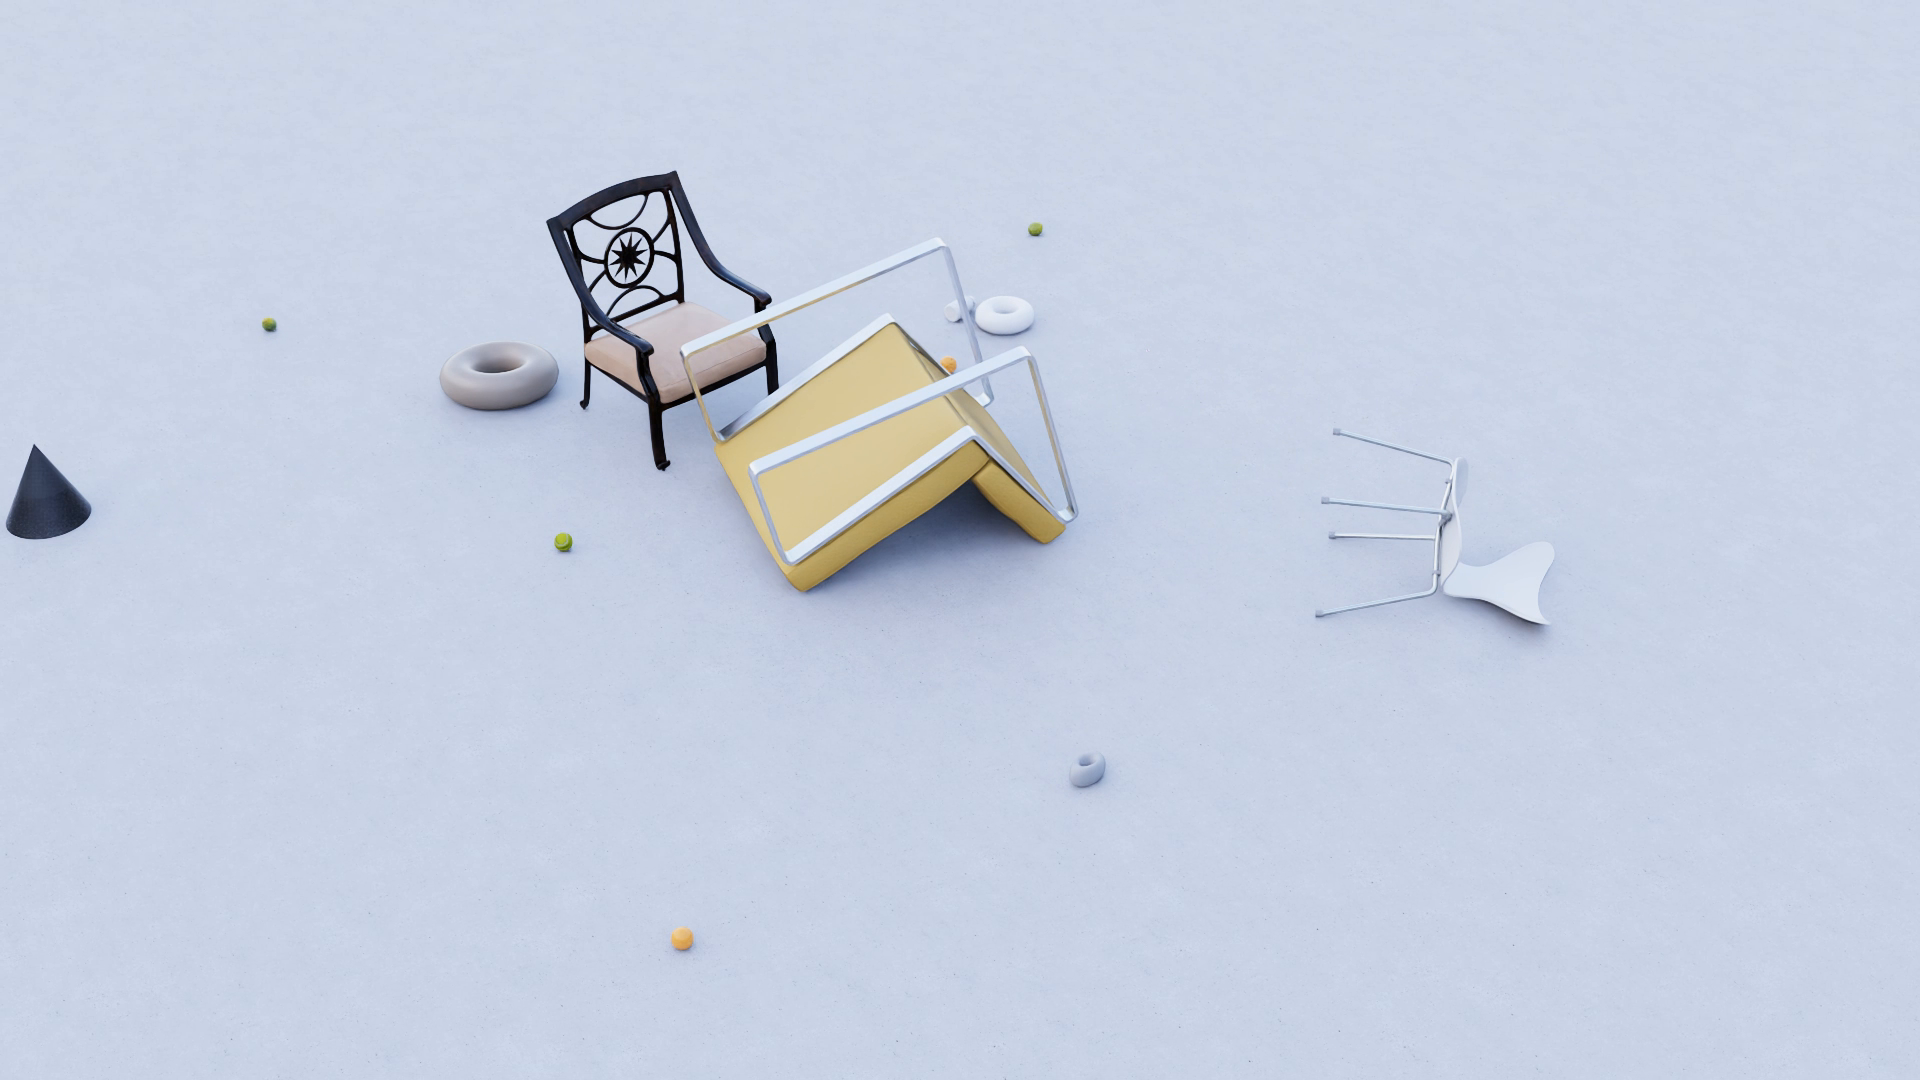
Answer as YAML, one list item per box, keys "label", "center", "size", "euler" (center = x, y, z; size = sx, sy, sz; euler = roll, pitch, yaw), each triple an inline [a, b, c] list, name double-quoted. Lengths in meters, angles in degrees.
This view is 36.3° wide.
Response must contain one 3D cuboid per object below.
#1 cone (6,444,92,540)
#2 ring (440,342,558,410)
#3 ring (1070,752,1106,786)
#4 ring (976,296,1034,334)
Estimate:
- label: "cone"
  center: [-3.444, -0.225, 10.992]
  size: [0.303, 0.323, 0.326]
  euler: [19, 38, 26]
- label: "ring"
  center: [-1.857, -0.666, 11.817]
  size: [0.479, 0.154, 0.385]
  euler: [-5, 35, -5]
- label: "ring"
  center: [0.423, 0.760, 9.721]
  size: [0.094, 0.078, 0.150]
  euler: [25, 39, 36]
- label: "ring"
  center: [0.187, -0.942, 12.295]
  size: [0.253, 0.090, 0.231]
  euler: [-13, 36, -20]
